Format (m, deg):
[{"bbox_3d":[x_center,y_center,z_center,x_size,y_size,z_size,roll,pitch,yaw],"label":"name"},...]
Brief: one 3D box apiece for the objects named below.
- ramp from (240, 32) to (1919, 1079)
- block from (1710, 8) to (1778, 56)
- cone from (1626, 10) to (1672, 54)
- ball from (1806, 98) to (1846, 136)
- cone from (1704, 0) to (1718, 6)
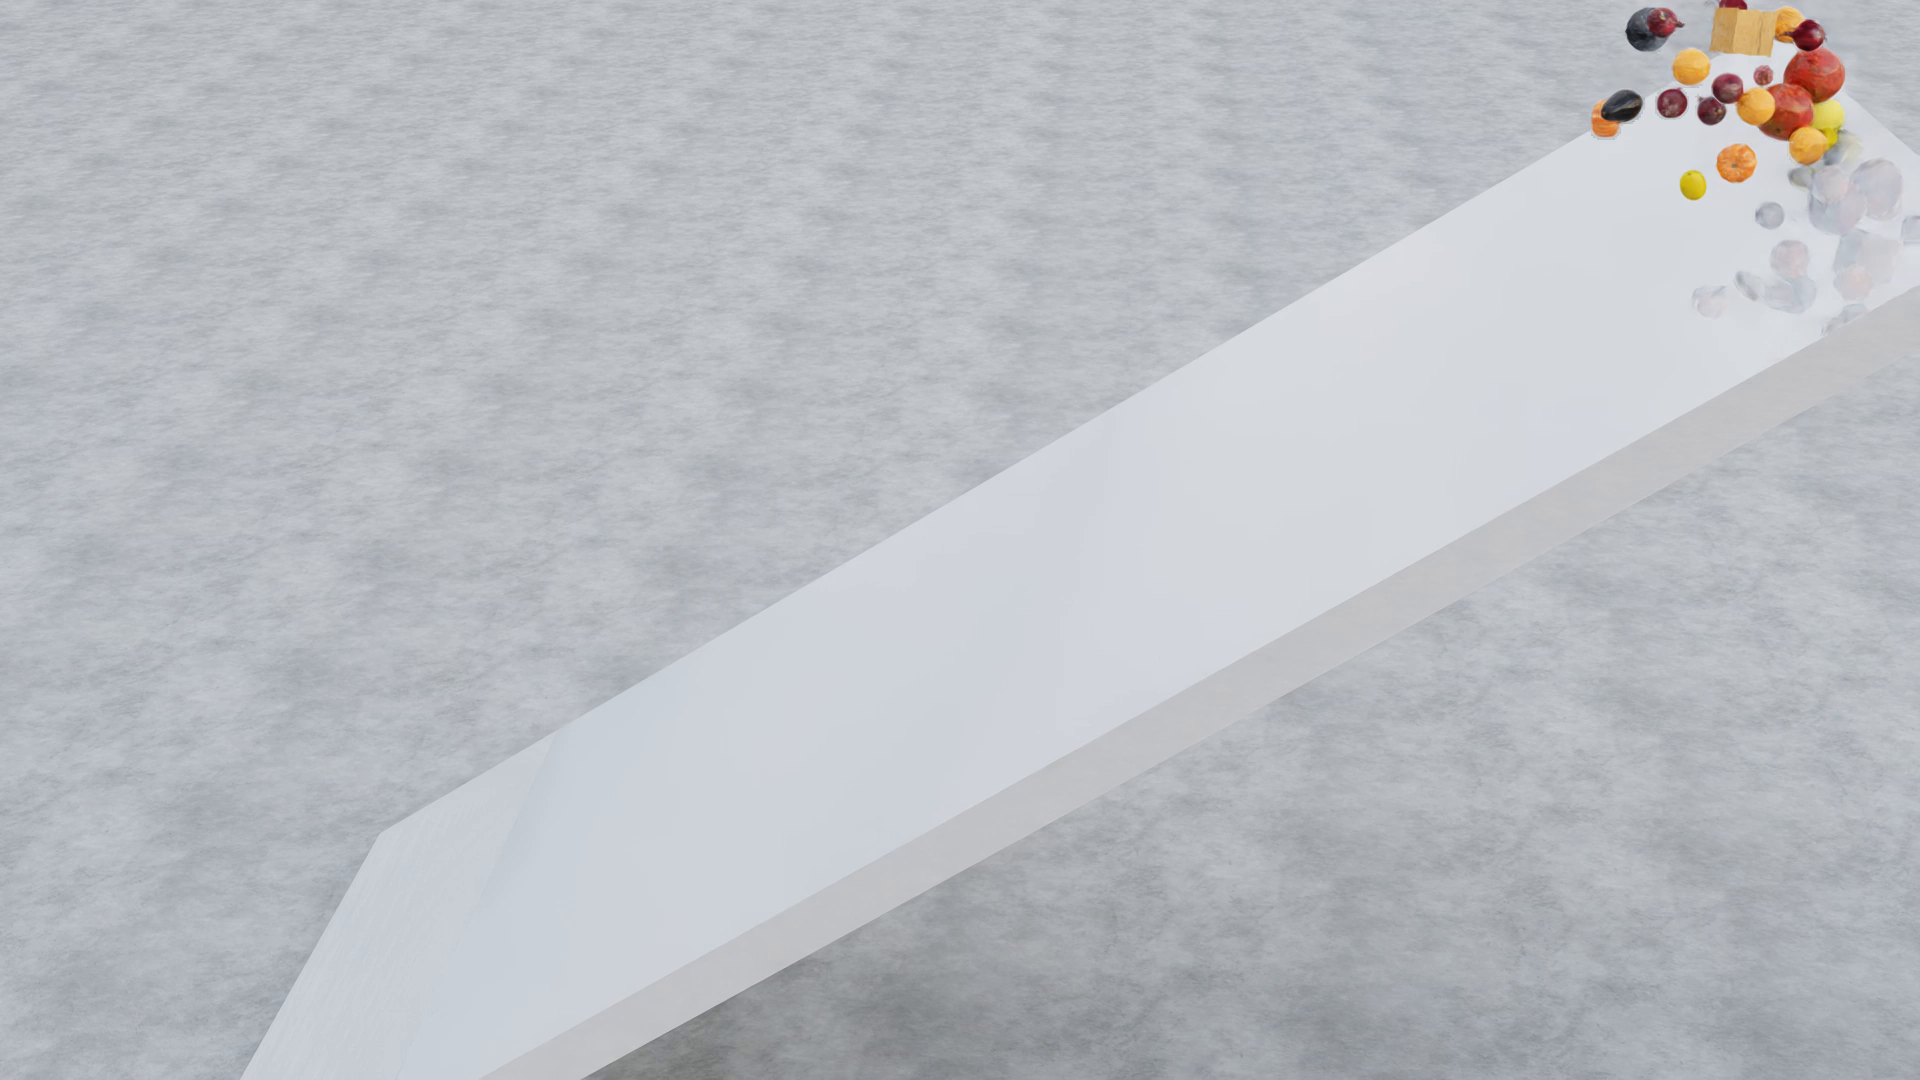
[{"bbox_3d":[0.141,0.169,6.291,4.000,0.100,2.000,-30,15,13],"label":"ramp"},{"bbox_3d":[1.547,-1.004,5.810,0.087,0.087,0.087,2,11,-17],"label":"block"},{"bbox_3d":[1.403,-1.026,5.959,0.090,0.090,0.090,1,15,4],"label":"cone"},{"bbox_3d":[1.716,-0.838,5.834,0.075,0.075,0.075,0,20,0],"label":"ball"},{"bbox_3d":[1.393,-1.025,5.432,0.059,0.059,0.059,-20,4,1],"label":"cone"}]
